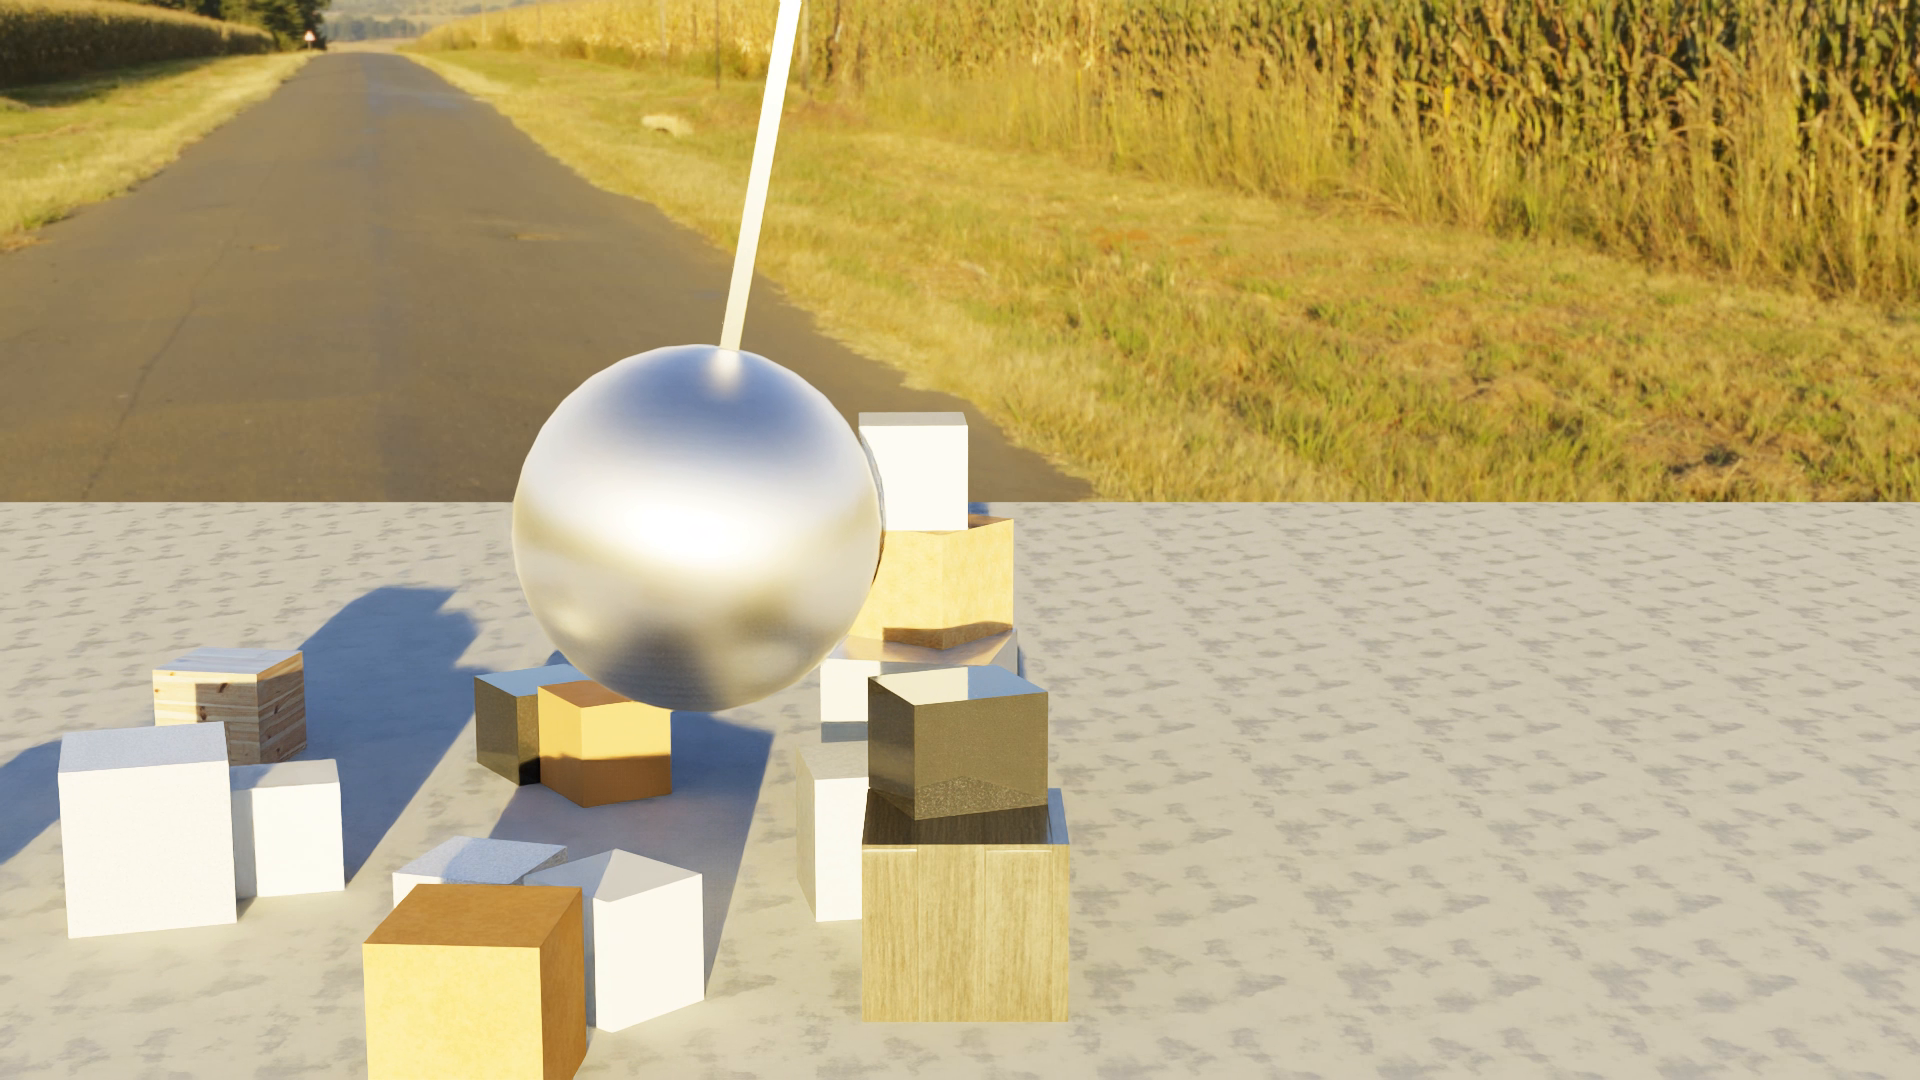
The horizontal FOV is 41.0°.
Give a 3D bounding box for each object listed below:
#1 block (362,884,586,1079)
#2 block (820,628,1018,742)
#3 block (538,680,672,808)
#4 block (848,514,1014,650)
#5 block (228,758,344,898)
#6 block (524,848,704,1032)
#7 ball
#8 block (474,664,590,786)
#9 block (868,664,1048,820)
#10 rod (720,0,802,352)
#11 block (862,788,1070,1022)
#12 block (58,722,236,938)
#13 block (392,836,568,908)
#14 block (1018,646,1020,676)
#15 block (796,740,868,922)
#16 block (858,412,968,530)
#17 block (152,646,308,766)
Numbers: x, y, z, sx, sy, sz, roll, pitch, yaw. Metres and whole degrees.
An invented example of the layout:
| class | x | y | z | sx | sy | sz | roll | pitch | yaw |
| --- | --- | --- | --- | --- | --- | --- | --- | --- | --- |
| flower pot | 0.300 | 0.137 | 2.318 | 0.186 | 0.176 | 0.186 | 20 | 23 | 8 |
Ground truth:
| class | x | y | z | sx | sy | sz | roll | pitch | yaw |
| --- | --- | --- | --- | --- | --- | --- | --- | --- | --- |
| block | -1.677 | 1.609 | 8.946 | 0.600 | 0.634 | 0.656 | 1 | 10 | 4 |
| block | -0.184 | 0.896 | 12.353 | 0.789 | 0.818 | 0.827 | 2 | 10 | 11 |
| block | -1.763 | 0.992 | 12.720 | 0.470 | 0.498 | 0.527 | -6 | 12 | -31 |
| block | -0.152 | 0.177 | 12.486 | 0.599 | 0.548 | 0.573 | 8 | 13 | 36 |
| block | -2.961 | 1.263 | 11.267 | 0.460 | 0.483 | 0.409 | -3 | 11 | -16 |
| block | -1.320 | 1.520 | 9.799 | 0.489 | 0.502 | 0.464 | 9 | 14 | 41 |
| ball | -1.142 | -0.051 | 11.171 | 1.600 | 1.600 | 1.600 | 0 | 10 | 0 |
| block | -2.134 | 0.938 | 13.128 | 0.511 | 0.457 | 0.539 | -7 | 12 | -33 |
| block | -0.013 | 0.788 | 10.105 | 0.558 | 0.453 | 0.507 | -4 | 11 | -22 |
| rod | -0.495 | -3.335 | 10.574 | 0.080 | 5.200 | 0.080 | 11 | 10 | -2 |
| block | 0.018 | 1.400 | 9.936 | 0.771 | 0.691 | 0.765 | 0 | 10 | 0 |
| block | -3.451 | 1.217 | 10.910 | 0.665 | 0.701 | 0.689 | -3 | 11 | -17 |
| block | -1.885 | 1.481 | 10.146 | 0.494 | 0.455 | 0.516 | 3 | 11 | 16 |
| block | -0.027 | 0.881 | 13.071 | 0.569 | 0.590 | 0.553 | 2 | 11 | 11 |
| block | -0.323 | 1.235 | 11.058 | 0.689 | 0.613 | 0.592 | -2 | 11 | -11 |
| block | -0.230 | -0.336 | 12.379 | 0.511 | 0.499 | 0.501 | 0 | 10 | -2 |
| block | -3.770 | 0.878 | 13.272 | 0.562 | 0.524 | 0.547 | 2 | 10 | 10 |
